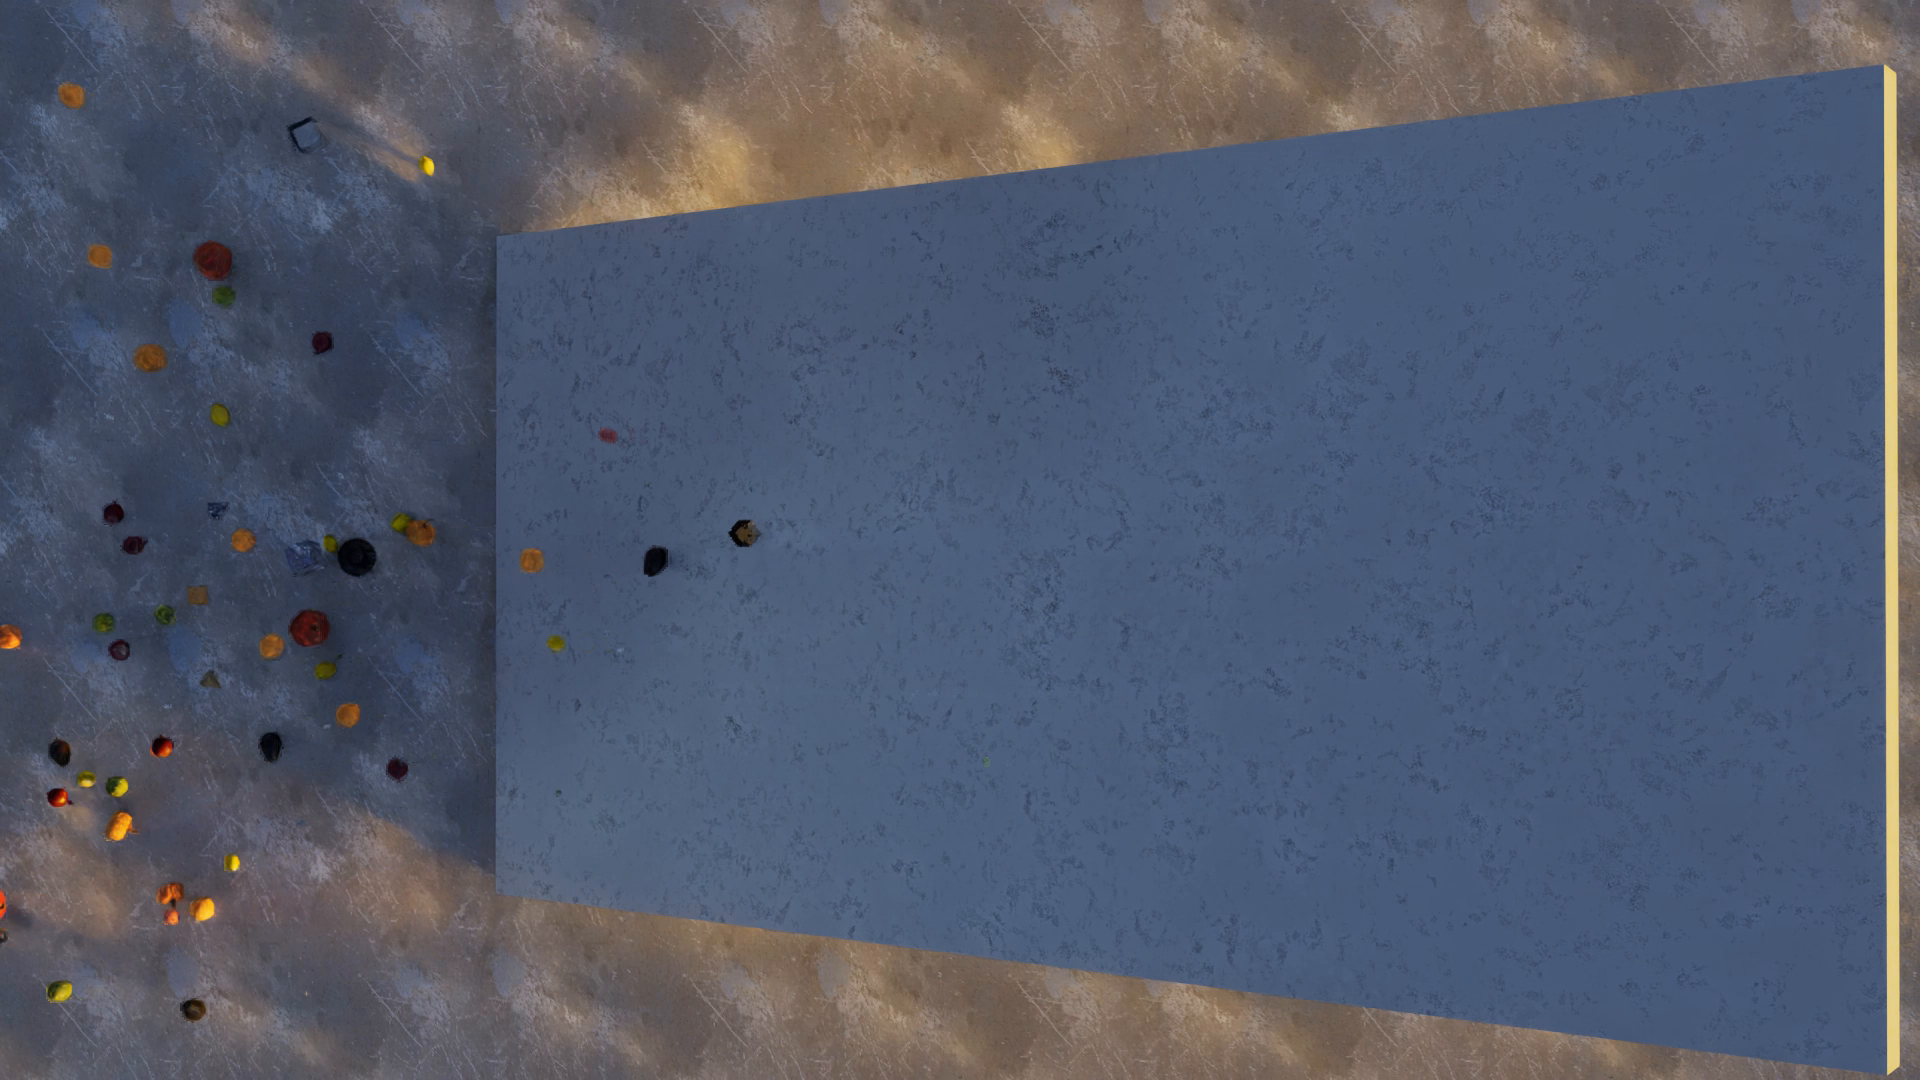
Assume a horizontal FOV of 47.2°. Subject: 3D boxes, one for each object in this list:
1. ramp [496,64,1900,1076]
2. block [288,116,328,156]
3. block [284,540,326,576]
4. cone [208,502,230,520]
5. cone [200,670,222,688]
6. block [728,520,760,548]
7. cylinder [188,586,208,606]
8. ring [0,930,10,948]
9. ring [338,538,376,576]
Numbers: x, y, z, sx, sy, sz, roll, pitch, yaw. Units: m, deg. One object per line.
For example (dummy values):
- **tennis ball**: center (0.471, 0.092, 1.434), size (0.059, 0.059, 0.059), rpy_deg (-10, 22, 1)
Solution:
- **ramp**: center (0.239, 0.066, 5.561), size (4.000, 0.100, 2.000), rpy_deg (0, 89, 36)
- **block**: center (-1.999, -1.239, 6.743), size (0.079, 0.079, 0.079), rpy_deg (-25, 90, 0)
- **block**: center (-2.001, 0.055, 6.721), size (0.078, 0.078, 0.078), rpy_deg (-24, 76, 7)
- **cone**: center (-2.263, -0.101, 6.737), size (0.061, 0.061, 0.061), rpy_deg (-25, 90, -1)
- **cone**: center (-2.291, 0.440, 6.754), size (0.060, 0.060, 0.060), rpy_deg (38, 90, -29)
- **block**: center (-0.594, -0.018, 6.069), size (0.053, 0.053, 0.053), rpy_deg (-50, 63, 25)
- **cylinder**: center (-2.337, 0.171, 6.739), size (0.055, 0.055, 0.055), rpy_deg (-6, 88, 0)
- **ring**: center (-2.935, 1.228, 6.677), size (0.108, 0.108, 0.036), rpy_deg (-42, 105, 0)
- **ring**: center (-1.853, 0.053, 6.754), size (0.116, 0.039, 0.116), rpy_deg (0, 90, 1)
